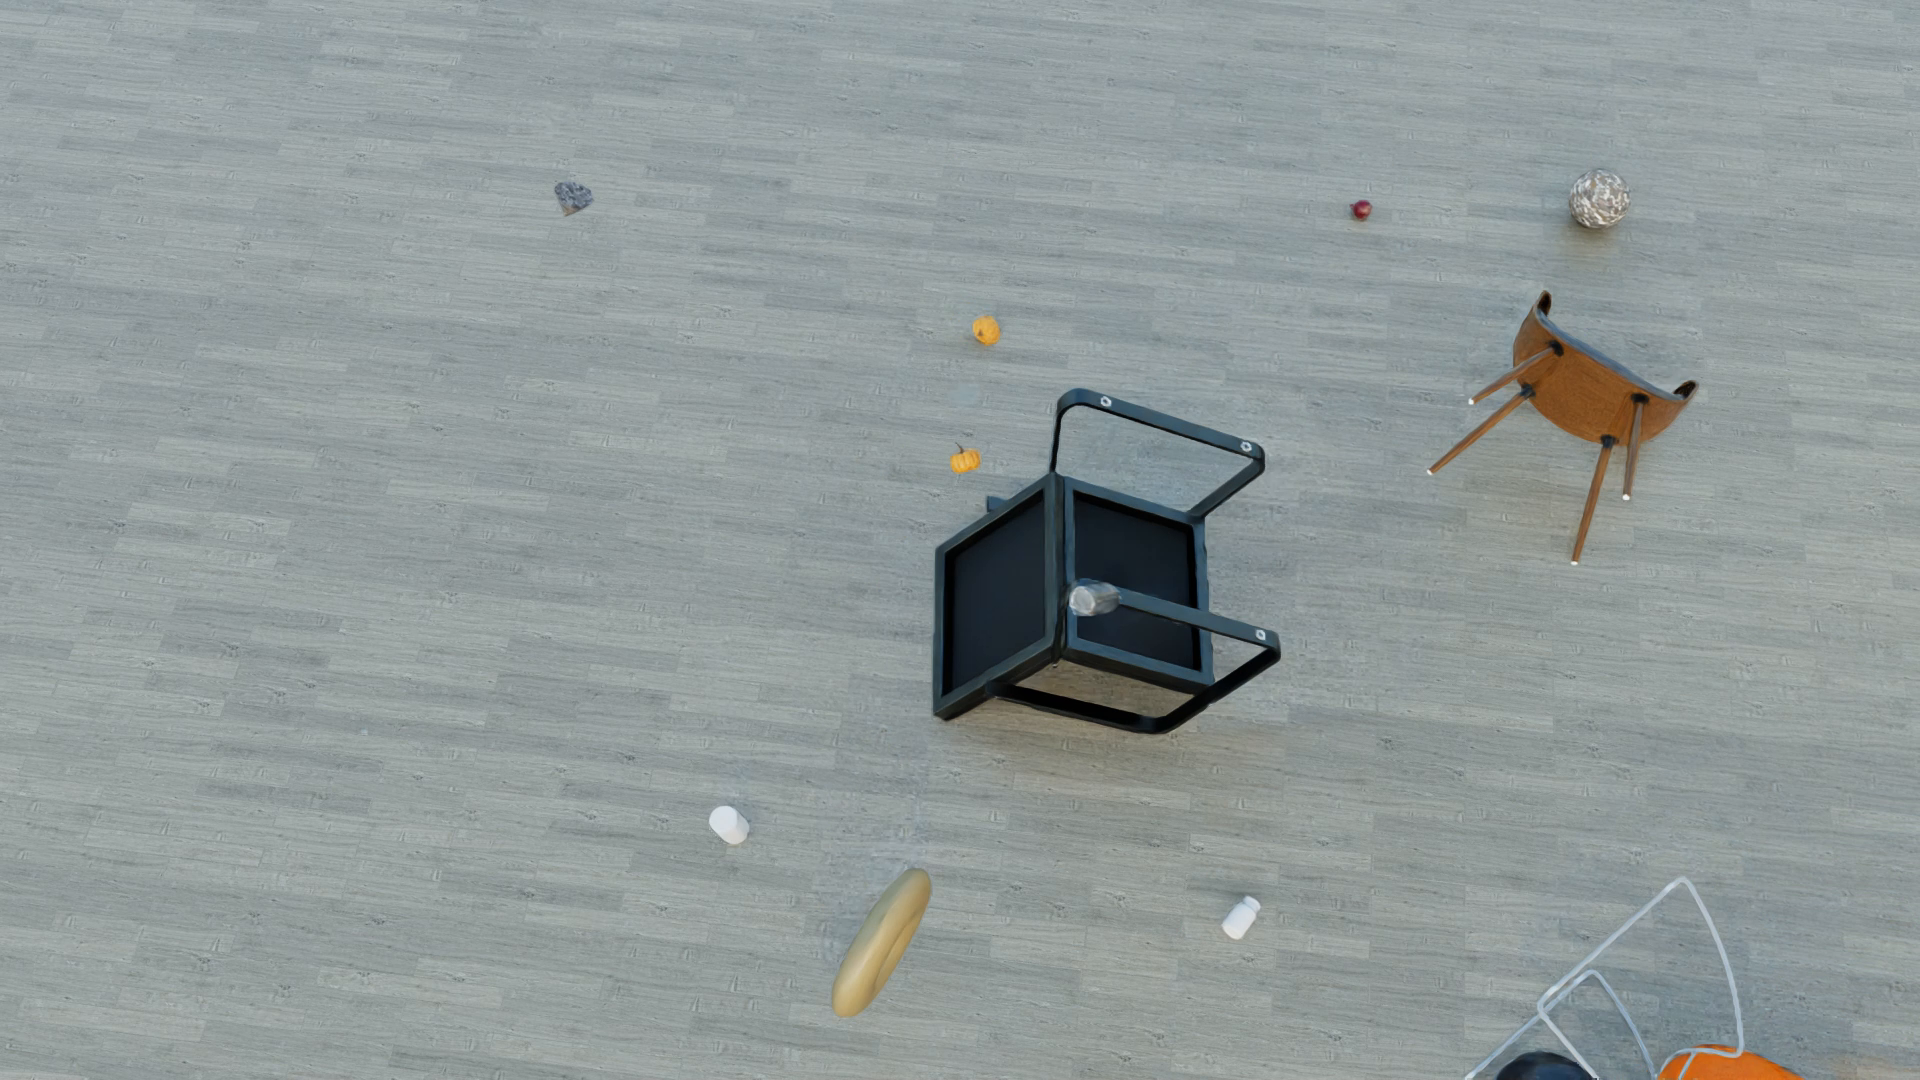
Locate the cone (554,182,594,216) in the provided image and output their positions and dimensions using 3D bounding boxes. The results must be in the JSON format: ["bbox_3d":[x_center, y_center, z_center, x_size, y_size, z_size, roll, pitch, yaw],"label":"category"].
[{"bbox_3d":[-1.154,-0.990,6.506,0.121,0.087,0.112,-24,64,-45],"label":"cone"}]

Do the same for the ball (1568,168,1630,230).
[{"bbox_3d":[2.096,-1.117,7.206,0.196,0.196,0.196,0,56,0],"label":"ball"}]

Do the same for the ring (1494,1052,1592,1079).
[{"bbox_3d":[1.453,1.405,5.462,0.169,0.311,0.265,-35,89,-33],"label":"ring"}]

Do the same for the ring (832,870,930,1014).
[{"bbox_3d":[-0.198,1.018,5.575,0.092,0.374,0.429,28,58,11],"label":"ring"}]
